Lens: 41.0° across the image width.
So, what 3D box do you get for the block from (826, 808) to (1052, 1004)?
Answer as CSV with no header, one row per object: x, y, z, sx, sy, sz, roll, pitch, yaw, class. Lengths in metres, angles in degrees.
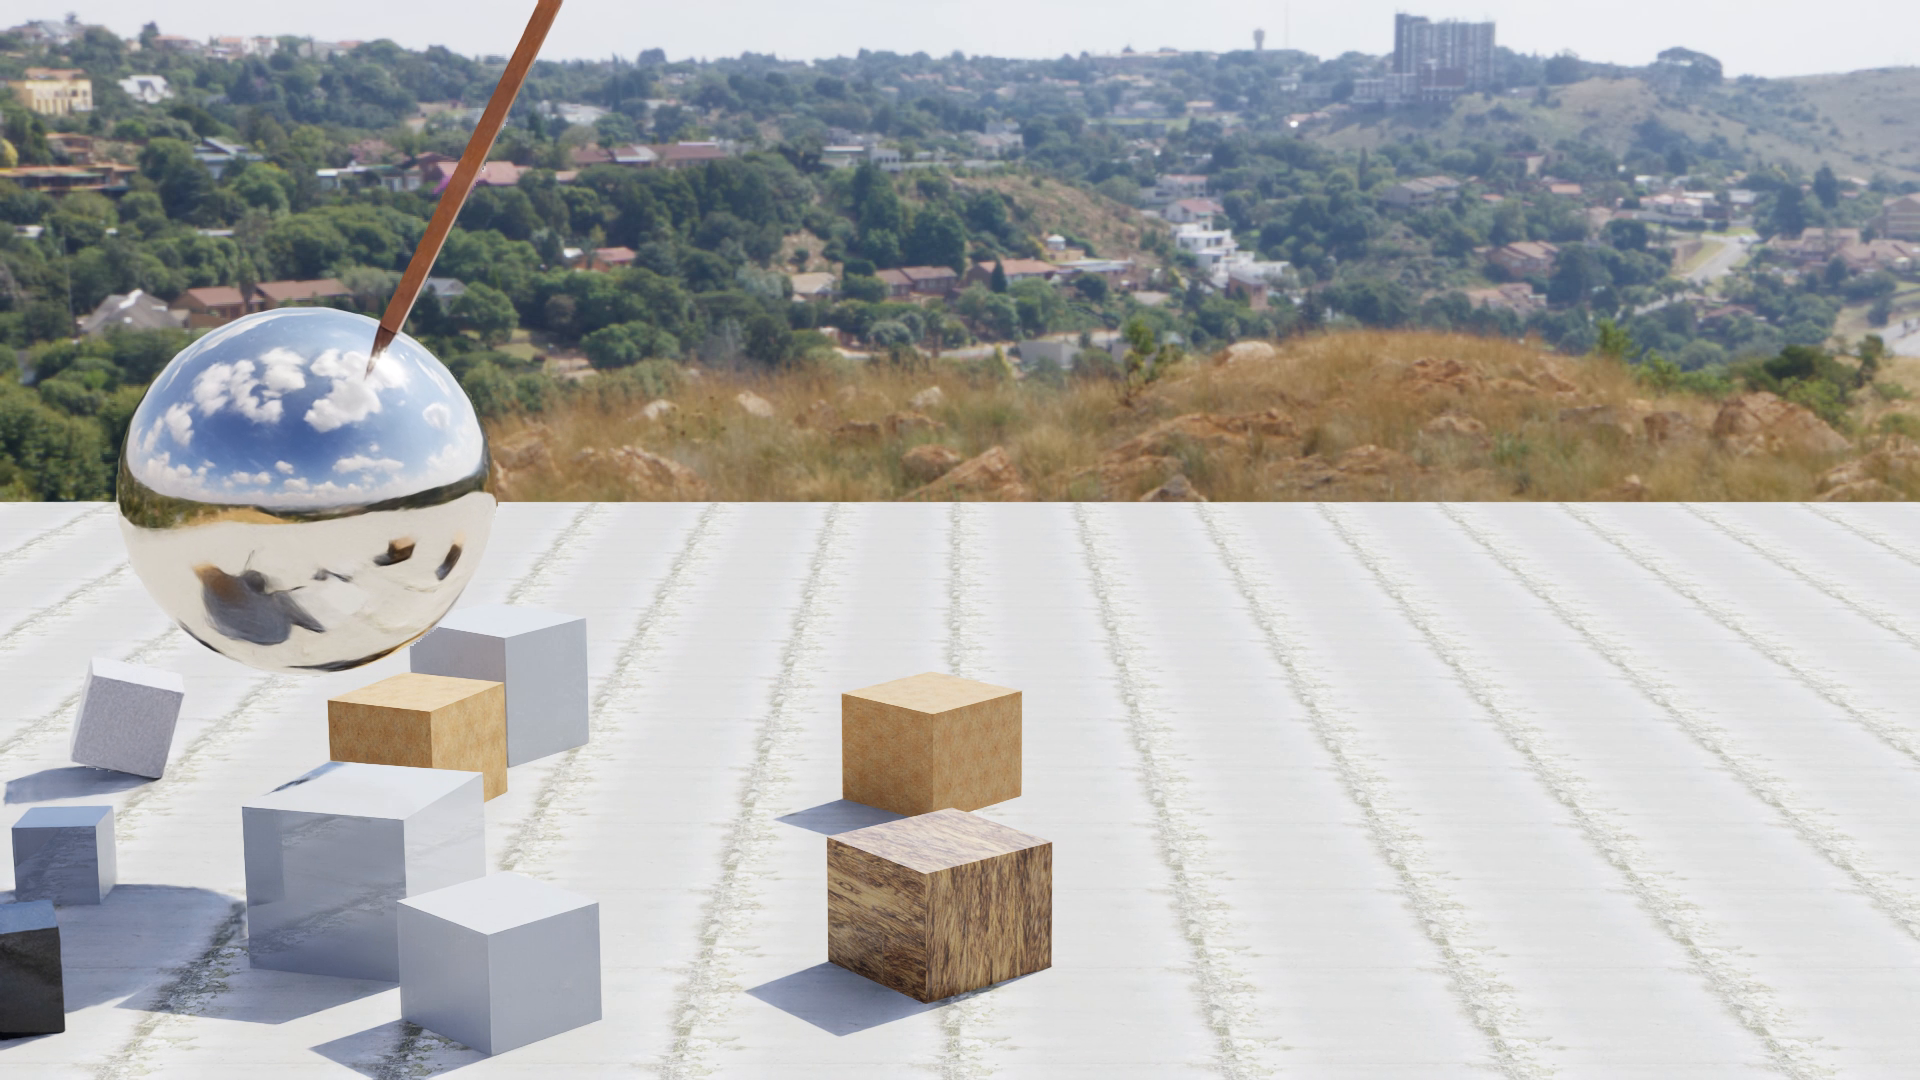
-0.082,1.439,10.202,0.644,0.518,0.624,-8,13,-39,block

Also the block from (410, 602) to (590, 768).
-2.425,0.753,13.515,0.696,0.683,0.602,7,12,34,block

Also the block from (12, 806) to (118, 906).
-3.870,1.363,11.099,0.350,0.347,0.312,-1,10,-5,block

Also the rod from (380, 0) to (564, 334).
-1.225,-3.164,10.605,0.080,5.200,0.080,28,9,-5,rod

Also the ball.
-2.827,-0.213,11.142,1.600,1.600,1.600,0,10,0,ball

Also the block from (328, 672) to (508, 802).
-2.631,1.006,12.481,0.585,0.555,0.630,4,11,22,block

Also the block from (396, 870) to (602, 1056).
-1.725,1.575,9.613,0.562,0.461,0.509,9,14,42,block

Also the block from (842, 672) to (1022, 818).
-0.137,1.003,12.562,0.614,0.532,0.634,9,14,42,block

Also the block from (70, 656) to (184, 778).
-4.236,0.899,13.047,0.450,0.454,0.444,14,5,-21,block

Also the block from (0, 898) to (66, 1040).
-3.538,1.608,9.581,0.323,0.408,0.353,-4,11,-23,block

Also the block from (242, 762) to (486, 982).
-2.396,1.330,10.390,0.699,0.665,0.702,3,11,15,block
